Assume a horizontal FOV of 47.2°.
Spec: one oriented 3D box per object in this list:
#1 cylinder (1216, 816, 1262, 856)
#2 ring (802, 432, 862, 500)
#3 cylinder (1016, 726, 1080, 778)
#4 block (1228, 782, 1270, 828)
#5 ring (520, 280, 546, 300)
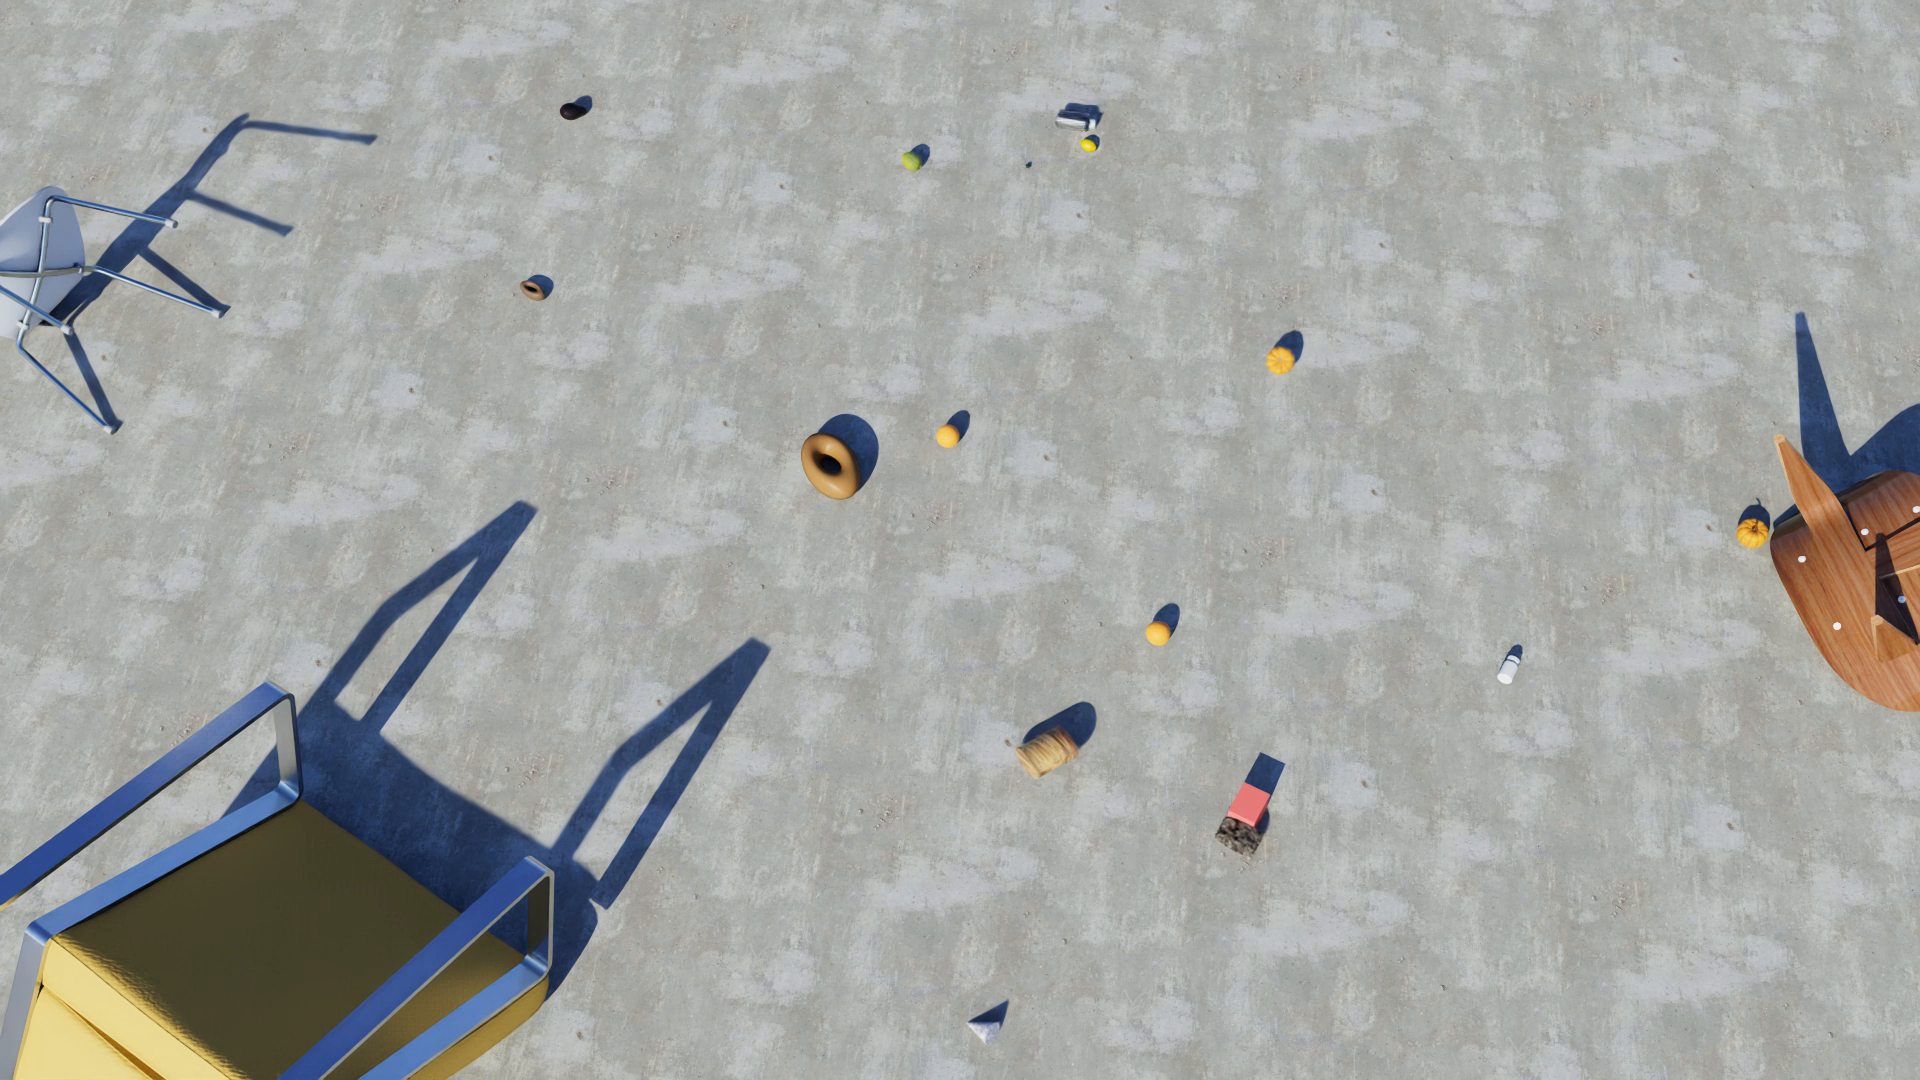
[{"bbox_3d":[0.761,0.808,5.994,0.116,0.062,0.061,27,60,15],"label":"cylinder"},{"bbox_3d":[-0.391,-0.225,6.673,0.161,0.088,0.249,-26,59,-14],"label":"ring"},{"bbox_3d":[0.243,0.591,6.124,0.137,0.081,0.120,-27,37,-17],"label":"cylinder"},{"bbox_3d":[0.789,0.738,6.028,0.078,0.083,0.099,25,60,16],"label":"block"},{"bbox_3d":[-1.378,-0.804,7.092,0.101,0.036,0.053,30,63,20],"label":"ring"}]
